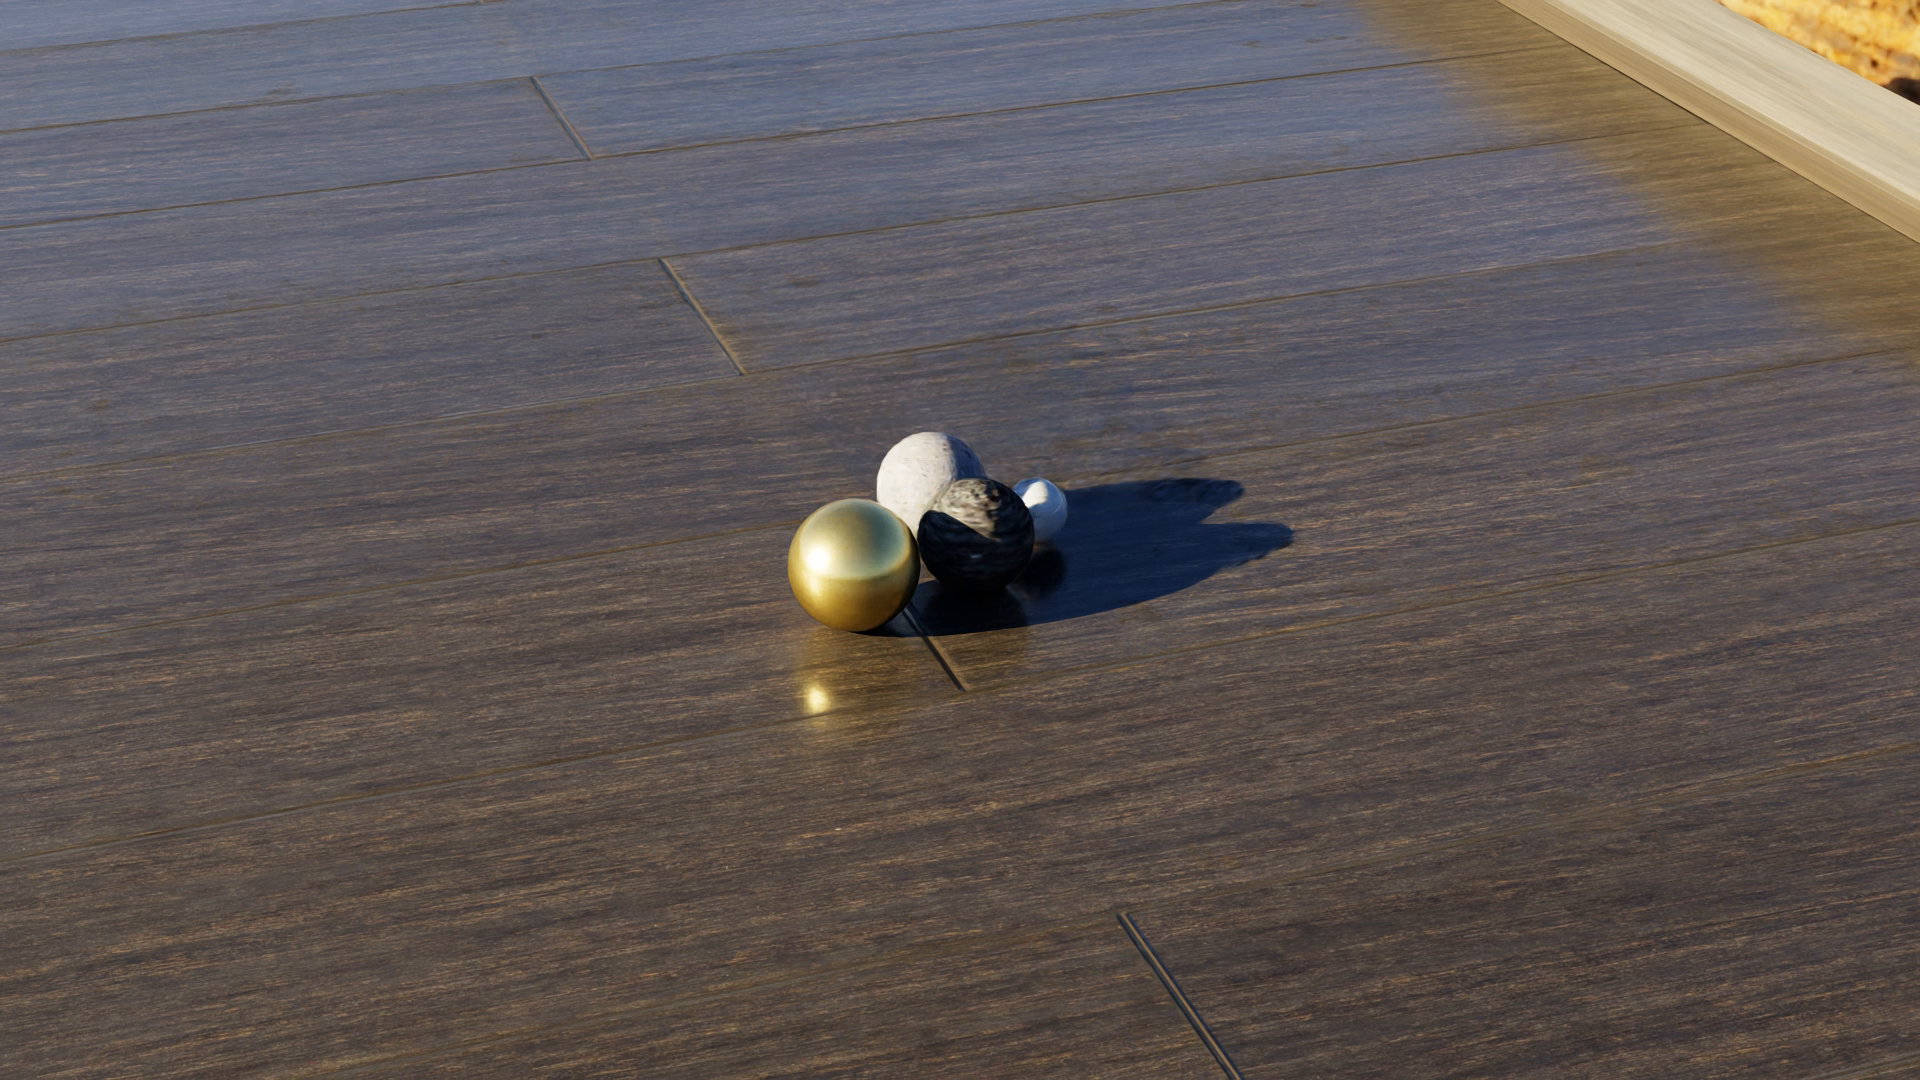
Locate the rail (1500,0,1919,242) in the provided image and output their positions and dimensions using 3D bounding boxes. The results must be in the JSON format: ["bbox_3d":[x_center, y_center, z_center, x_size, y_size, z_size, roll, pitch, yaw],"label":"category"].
[{"bbox_3d":[0.590,-0.540,2.898,0.045,0.109,3.494,-9,29,-17],"label":"rail"}]

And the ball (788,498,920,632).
[{"bbox_3d":[-0.067,0.016,1.851,0.084,0.084,0.084,0,27,0],"label":"ball"}]

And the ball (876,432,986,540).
[{"bbox_3d":[-0.019,-0.035,1.956,0.074,0.074,0.074,0,27,0],"label":"ball"}]

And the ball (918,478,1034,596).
[{"bbox_3d":[0.010,-0.002,1.895,0.076,0.076,0.076,0,27,0],"label":"ball"}]

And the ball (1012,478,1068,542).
[{"bbox_3d":[0.050,-0.020,1.964,0.044,0.044,0.044,0,27,0],"label":"ball"}]
